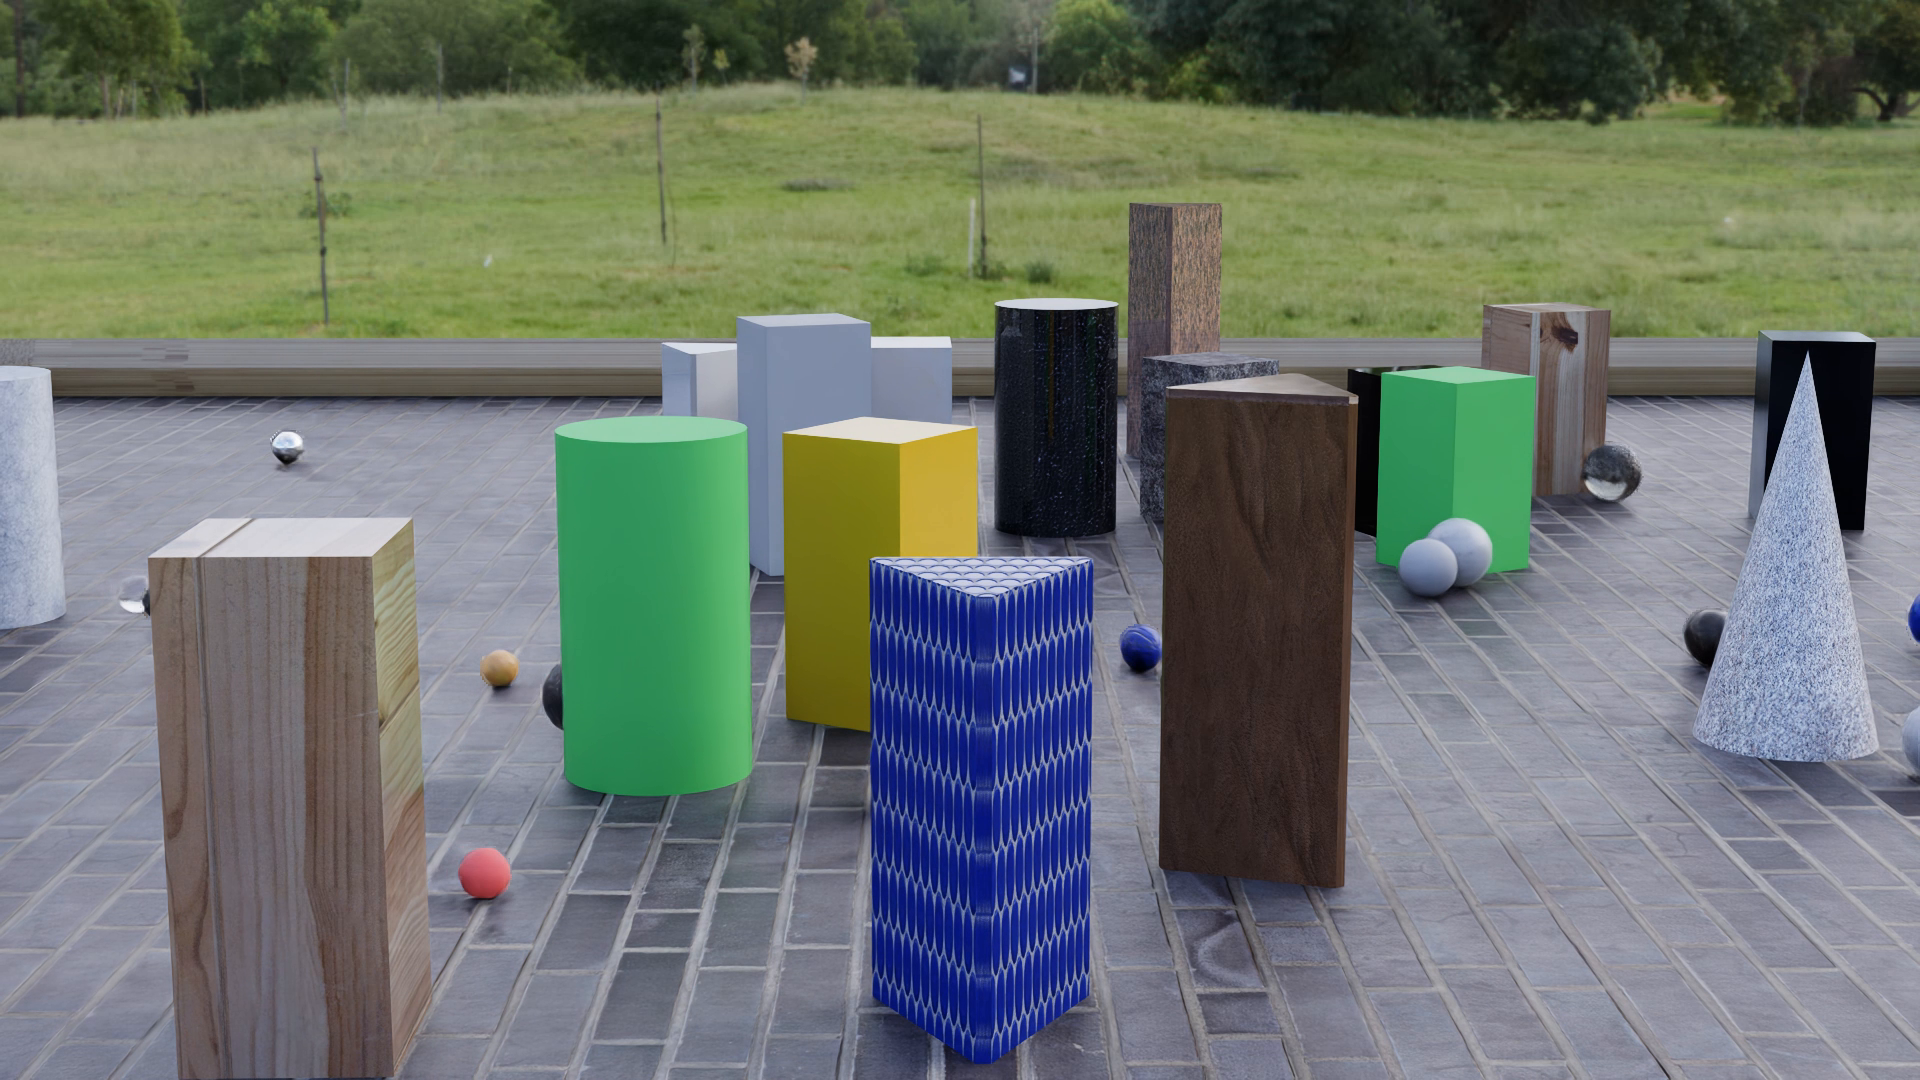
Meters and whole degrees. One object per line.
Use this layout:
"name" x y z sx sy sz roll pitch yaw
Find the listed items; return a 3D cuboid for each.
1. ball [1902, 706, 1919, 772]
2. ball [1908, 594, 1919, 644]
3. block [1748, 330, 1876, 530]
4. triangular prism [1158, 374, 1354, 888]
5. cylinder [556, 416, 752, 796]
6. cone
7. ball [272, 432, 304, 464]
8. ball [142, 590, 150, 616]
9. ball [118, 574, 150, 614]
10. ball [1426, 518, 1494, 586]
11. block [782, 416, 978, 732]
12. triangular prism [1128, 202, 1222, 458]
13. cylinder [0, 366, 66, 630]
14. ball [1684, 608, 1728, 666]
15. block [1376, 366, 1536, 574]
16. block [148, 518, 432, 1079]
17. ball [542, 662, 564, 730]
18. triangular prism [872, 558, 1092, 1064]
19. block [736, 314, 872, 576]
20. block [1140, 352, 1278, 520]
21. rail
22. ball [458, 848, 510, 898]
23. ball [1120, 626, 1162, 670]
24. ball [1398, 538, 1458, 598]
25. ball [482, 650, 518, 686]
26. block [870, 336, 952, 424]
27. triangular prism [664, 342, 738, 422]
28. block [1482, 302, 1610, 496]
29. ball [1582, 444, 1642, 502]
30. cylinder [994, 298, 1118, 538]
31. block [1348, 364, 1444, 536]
"ball" 1.013 0.206 2.642 0.083 0.083 0.083 0 11 0
"ball" 1.229 0.099 3.195 0.090 0.090 0.090 0 11 0
"block" 1.366 -0.179 4.121 0.156 0.299 0.156 2 11 9
"triangular prism" 0.287 0.076 2.355 0.169 0.443 0.146 4 11 20
"cylinder" -0.315 0.064 2.649 0.195 0.360 0.195 0 11 0
"cone" 0.903 0.007 2.771 0.195 0.426 0.195 0 11 0
"ball" -1.241 -0.171 4.740 0.059 0.059 0.059 0 11 0
"ball" -1.062 0.082 3.409 0.045 0.045 0.045 0 11 0
"ball" -1.105 0.073 3.446 0.051 0.051 0.051 0 11 0
"ball" 0.702 0.017 3.617 0.098 0.098 0.098 0 11 0
"block" -0.088 0.037 2.888 0.156 0.325 0.156 7 12 32
"triangular prism" 0.374 -0.388 4.777 0.146 0.472 0.169 8 13 38
"cylinder" -1.298 -0.058 3.403 0.195 0.325 0.195 0 11 0
"ball" 0.924 0.119 3.145 0.070 0.070 0.070 0 11 0
"block" 0.724 -0.102 3.755 0.156 0.282 0.156 -7 13 -33
"block" -0.492 0.187 1.909 0.156 0.386 0.156 0 11 -1
"ball" -0.414 0.171 2.816 0.088 0.088 0.088 0 11 0
"triangular prism" 0.038 0.194 1.969 0.146 0.352 0.169 -6 12 -30
"block" -0.229 -0.143 3.763 0.156 0.360 0.156 -4 11 -20
"block" 0.403 -0.165 4.159 0.156 0.258 0.156 -7 13 -34
"rail" -0.013 -0.381 5.677 4.407 0.127 0.045 0 11 0
"ball" -0.420 0.294 2.267 0.045 0.045 0.045 0 11 0
"ball" 0.222 0.132 3.122 0.054 0.054 0.054 0 11 0
"ball" 0.647 0.038 3.549 0.081 0.081 0.081 0 11 0
"ball" -0.545 0.152 3.042 0.043 0.043 0.043 0 11 0
"block" -0.092 -0.159 4.012 0.156 0.301 0.156 0 11 -1
"triangular prism" -0.403 -0.150 3.960 0.146 0.301 0.169 8 13 38
"block" 1.010 -0.246 4.445 0.156 0.314 0.156 -3 11 -18
"ball" 1.099 -0.113 4.322 0.097 0.097 0.097 0 11 0
"cylinder" 0.152 -0.196 4.061 0.195 0.355 0.195 0 11 0
"block" 0.713 -0.138 4.027 0.156 0.253 0.156 -4 11 -21
